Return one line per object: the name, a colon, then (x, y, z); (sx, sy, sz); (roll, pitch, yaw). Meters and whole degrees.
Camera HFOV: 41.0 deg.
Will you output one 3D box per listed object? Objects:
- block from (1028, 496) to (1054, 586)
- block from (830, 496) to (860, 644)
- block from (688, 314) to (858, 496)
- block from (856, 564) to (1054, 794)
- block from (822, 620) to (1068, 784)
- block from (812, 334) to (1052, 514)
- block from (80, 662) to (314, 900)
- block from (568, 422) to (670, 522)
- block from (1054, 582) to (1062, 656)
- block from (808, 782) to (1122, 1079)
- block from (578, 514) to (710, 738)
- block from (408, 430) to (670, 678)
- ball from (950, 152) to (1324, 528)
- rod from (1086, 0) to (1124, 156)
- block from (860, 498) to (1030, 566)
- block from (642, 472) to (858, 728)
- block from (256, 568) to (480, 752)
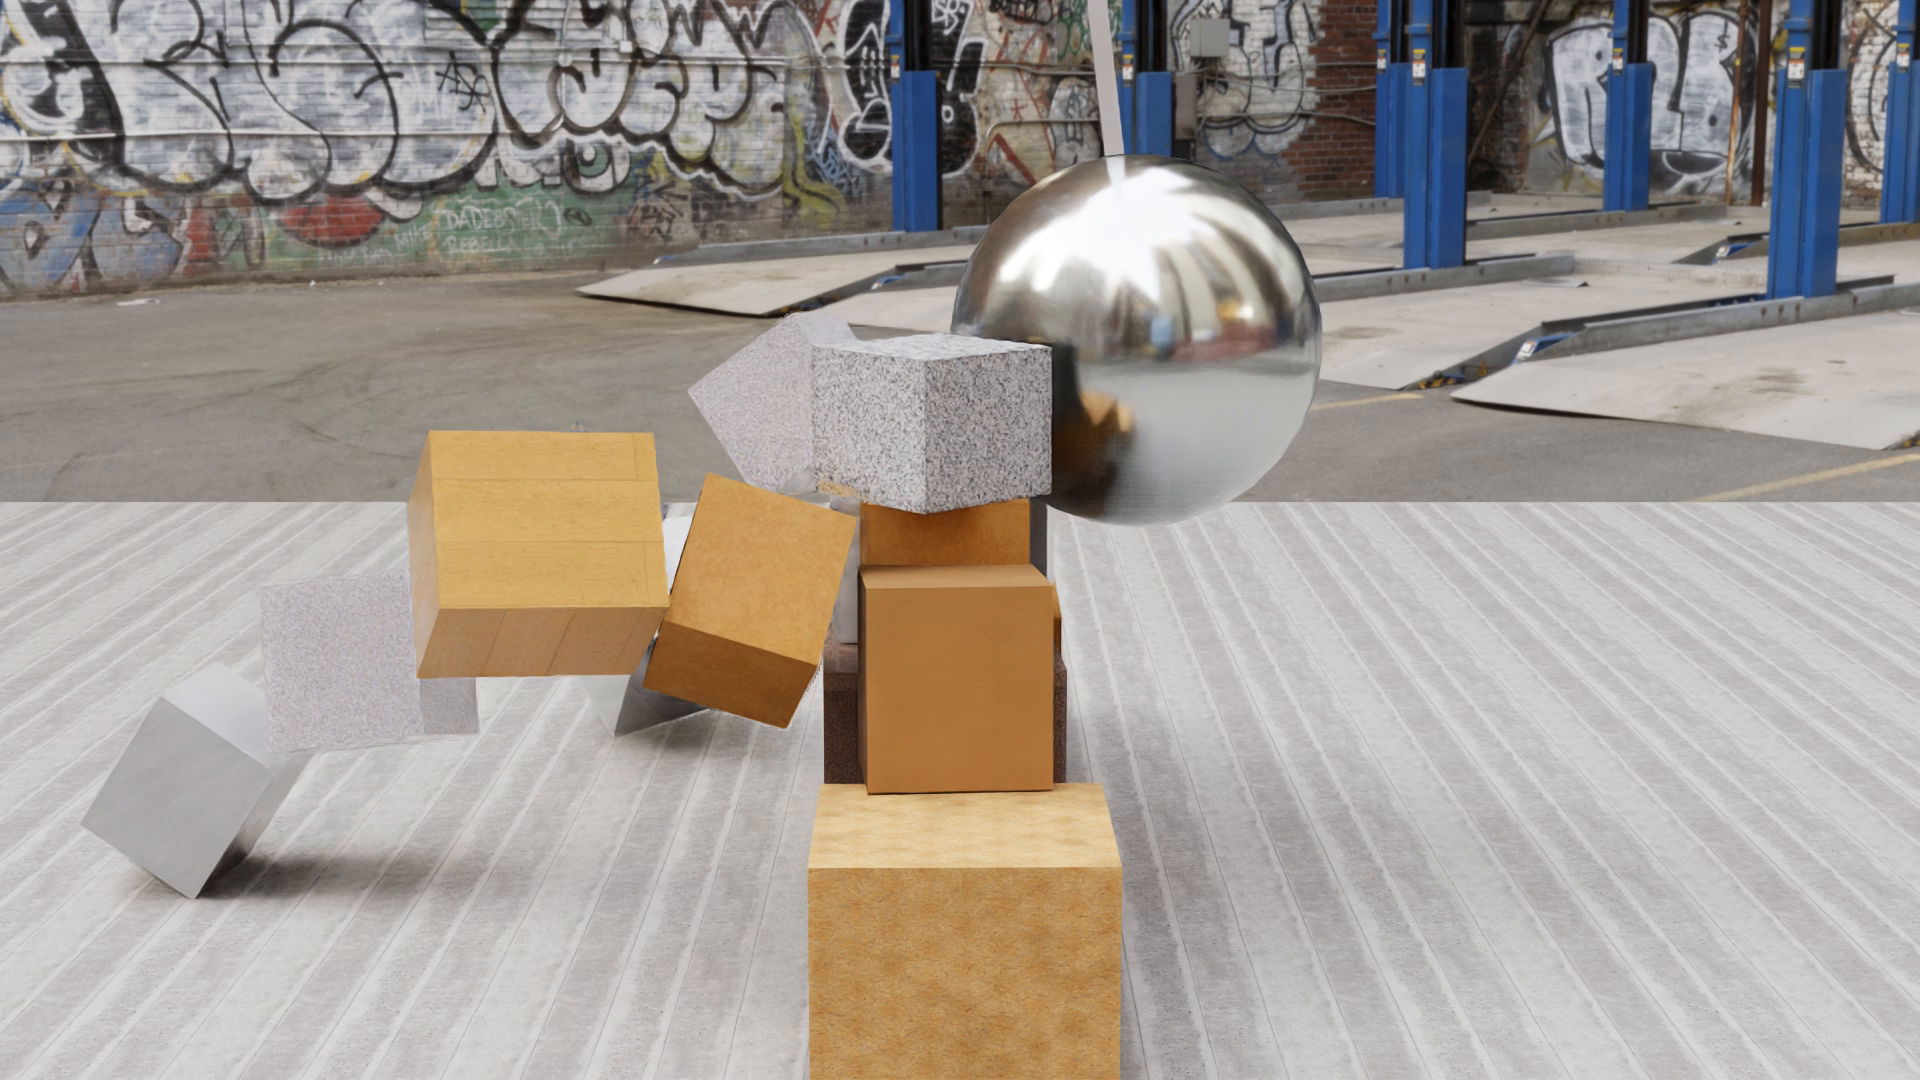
block: (-0.017, 0.041, 11.927); (0.876, 0.706, 0.776); (1, 11, 4)
block: (-0.177, 0.043, 11.103); (0.735, 0.660, 0.719); (-1, 10, -5)
block: (-0.710, -0.601, 11.429); (0.590, 0.583, 0.692); (-34, -5, 15)
block: (-0.029, 0.511, 9.749); (0.686, 0.757, 0.688); (-1, 6, -5)
block: (-0.086, 0.999, 10.883); (0.981, 1.140, 1.003); (-1, 10, -3)
block: (-0.112, -0.477, 10.196); (0.680, 0.587, 0.666); (-10, 15, -42)
block: (-3.314, 1.047, 11.271); (0.588, 0.698, 0.647); (34, 12, -1)
block: (-1.916, -0.070, 12.604); (0.620, 0.638, 0.655); (-43, 11, 14)
block: (0.001, 0.755, 12.687); (0.958, 0.975, 0.999); (0, 10, 0)
block: (0.010, 1.440, 9.161); (1.052, 0.890, 1.034); (0, 10, -1)
block: (-1.562, 0.438, 13.710); (0.827, 0.855, 0.676); (-16, 58, -30)
block: (-1.605, 0.060, 9.676); (0.832, 0.704, 0.697); (0, -24, -19)
ball: (0.756, -0.854, 11.025); (1.600, 1.600, 1.600); (0, 10, 0)
rod: (0.327, -4.173, 10.422); (0.080, 5.200, 0.080); (-7, 10, 1)
block: (-0.073, 0.147, 10.398); (0.633, 0.710, 0.670); (-1, 11, -5)
block: (-0.827, 0.249, 10.001); (0.598, 0.630, 0.759); (17, -25, -6)
block: (-2.564, 0.535, 11.178); (0.670, 0.705, 0.770); (-7, -5, 6)
